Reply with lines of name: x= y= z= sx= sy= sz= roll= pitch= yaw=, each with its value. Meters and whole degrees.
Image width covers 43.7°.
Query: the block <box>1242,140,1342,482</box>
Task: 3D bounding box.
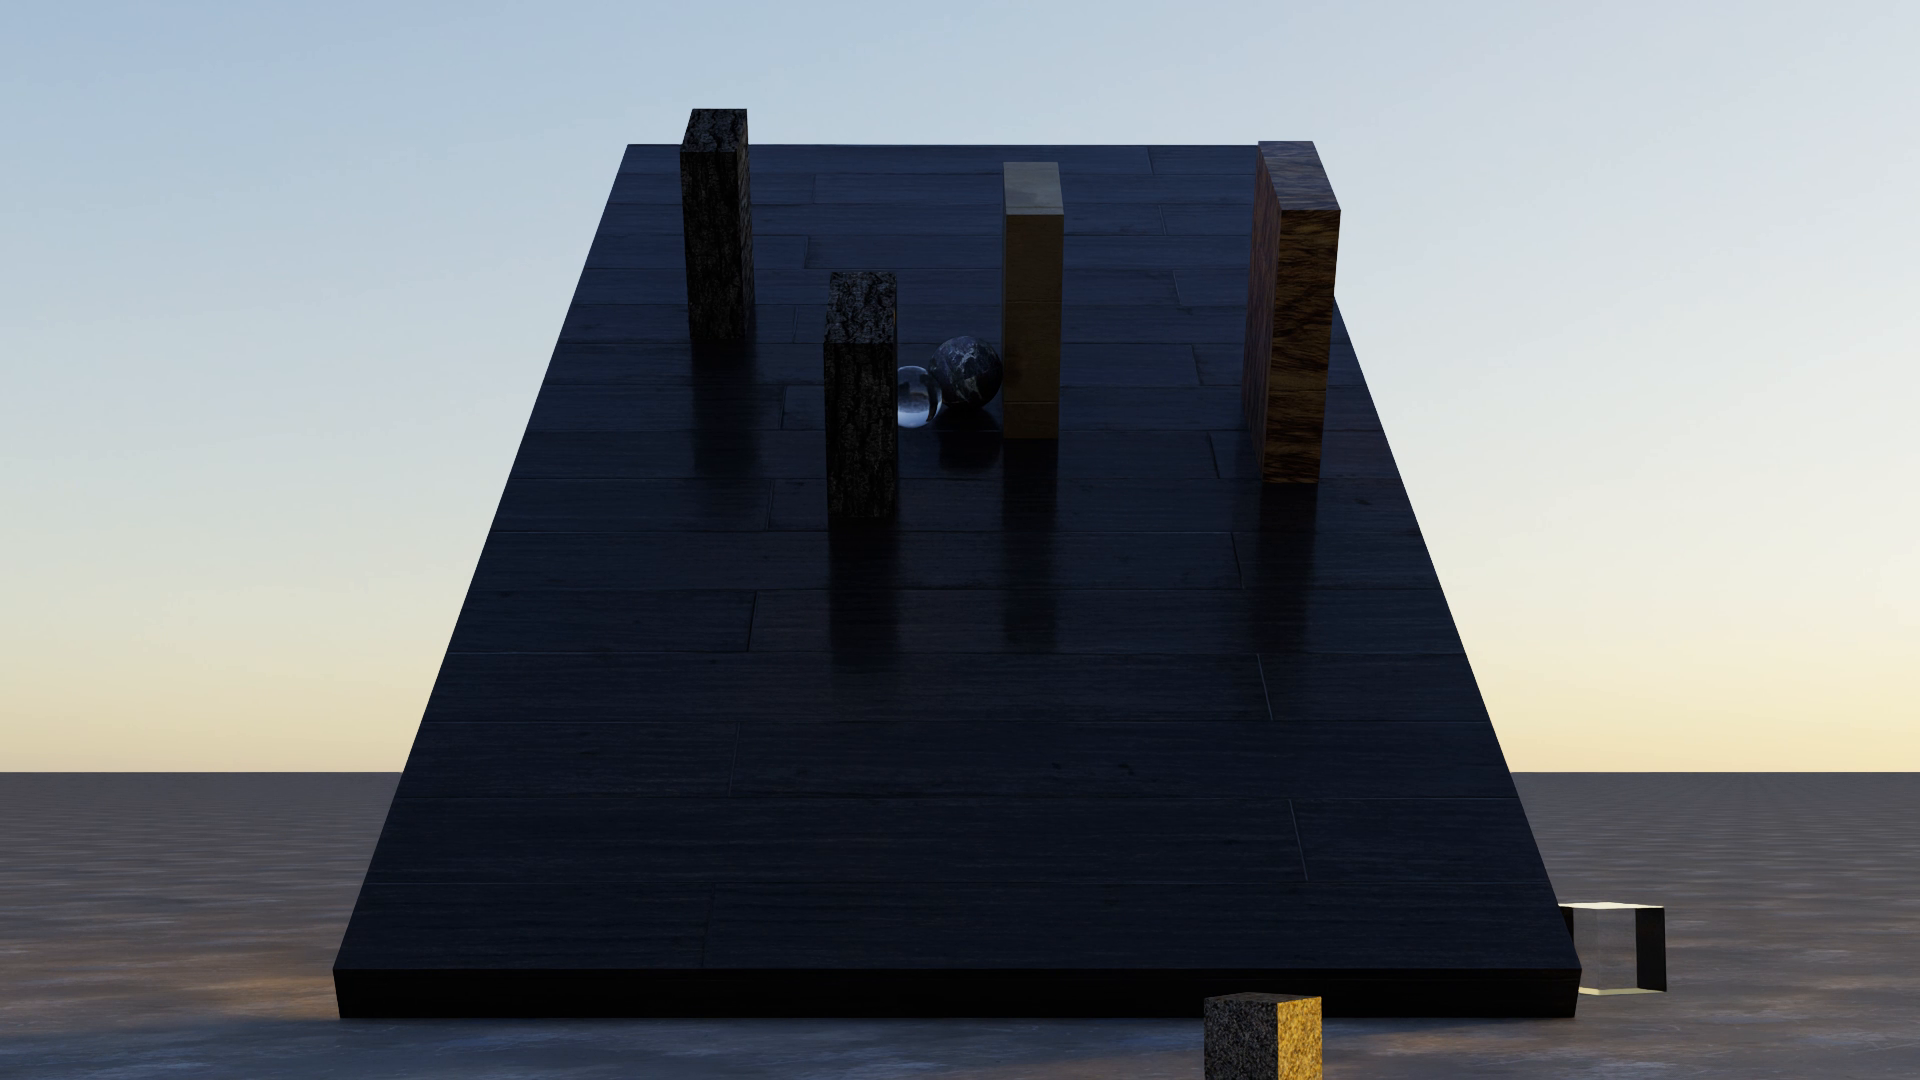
block: x=0.738 y=-0.516 z=5.380 sx=0.125 sy=0.644 sz=0.443 roll=0 pitch=28 yaw=0

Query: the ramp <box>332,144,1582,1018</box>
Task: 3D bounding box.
ramp: x=-0.012 y=-0.221 z=5.611 sx=2.000 sy=0.100 sz=4.000 roll=0 pitch=28 yaw=0

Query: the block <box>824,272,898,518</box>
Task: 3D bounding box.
block: x=-0.214 y=-0.324 z=5.263 sx=0.145 sy=0.411 sz=0.393 roll=0 pitch=28 yaw=0

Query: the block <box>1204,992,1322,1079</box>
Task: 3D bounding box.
block: x=0.390 y=0.644 z=3.076 sx=0.109 sy=0.109 sz=0.109 roll=-4 pitch=-7 yaw=38

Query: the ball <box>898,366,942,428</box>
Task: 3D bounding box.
ball: x=-0.113 y=-0.332 z=5.558 sx=0.147 sy=0.147 sz=0.147 roll=0 pitch=-5 yaw=0

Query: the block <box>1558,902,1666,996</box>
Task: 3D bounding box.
block: x=1.175 y=0.744 z=4.362 sx=0.152 sy=0.152 sz=0.152 roll=2 pitch=-6 yaw=-24

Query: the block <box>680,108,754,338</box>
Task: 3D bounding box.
block: x=-0.612 y=-0.803 z=6.062 sx=0.139 sy=0.493 sz=0.332 roll=0 pitch=28 yaw=0

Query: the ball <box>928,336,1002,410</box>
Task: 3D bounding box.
ball: x=0.012 y=-0.393 z=5.639 sx=0.176 sy=0.176 sz=0.176 roll=0 pitch=-5 yaw=0

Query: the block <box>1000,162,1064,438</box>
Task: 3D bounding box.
block: x=0.164 y=-0.558 z=5.554 sx=0.127 sy=0.548 sz=0.344 roll=0 pitch=28 yaw=0
